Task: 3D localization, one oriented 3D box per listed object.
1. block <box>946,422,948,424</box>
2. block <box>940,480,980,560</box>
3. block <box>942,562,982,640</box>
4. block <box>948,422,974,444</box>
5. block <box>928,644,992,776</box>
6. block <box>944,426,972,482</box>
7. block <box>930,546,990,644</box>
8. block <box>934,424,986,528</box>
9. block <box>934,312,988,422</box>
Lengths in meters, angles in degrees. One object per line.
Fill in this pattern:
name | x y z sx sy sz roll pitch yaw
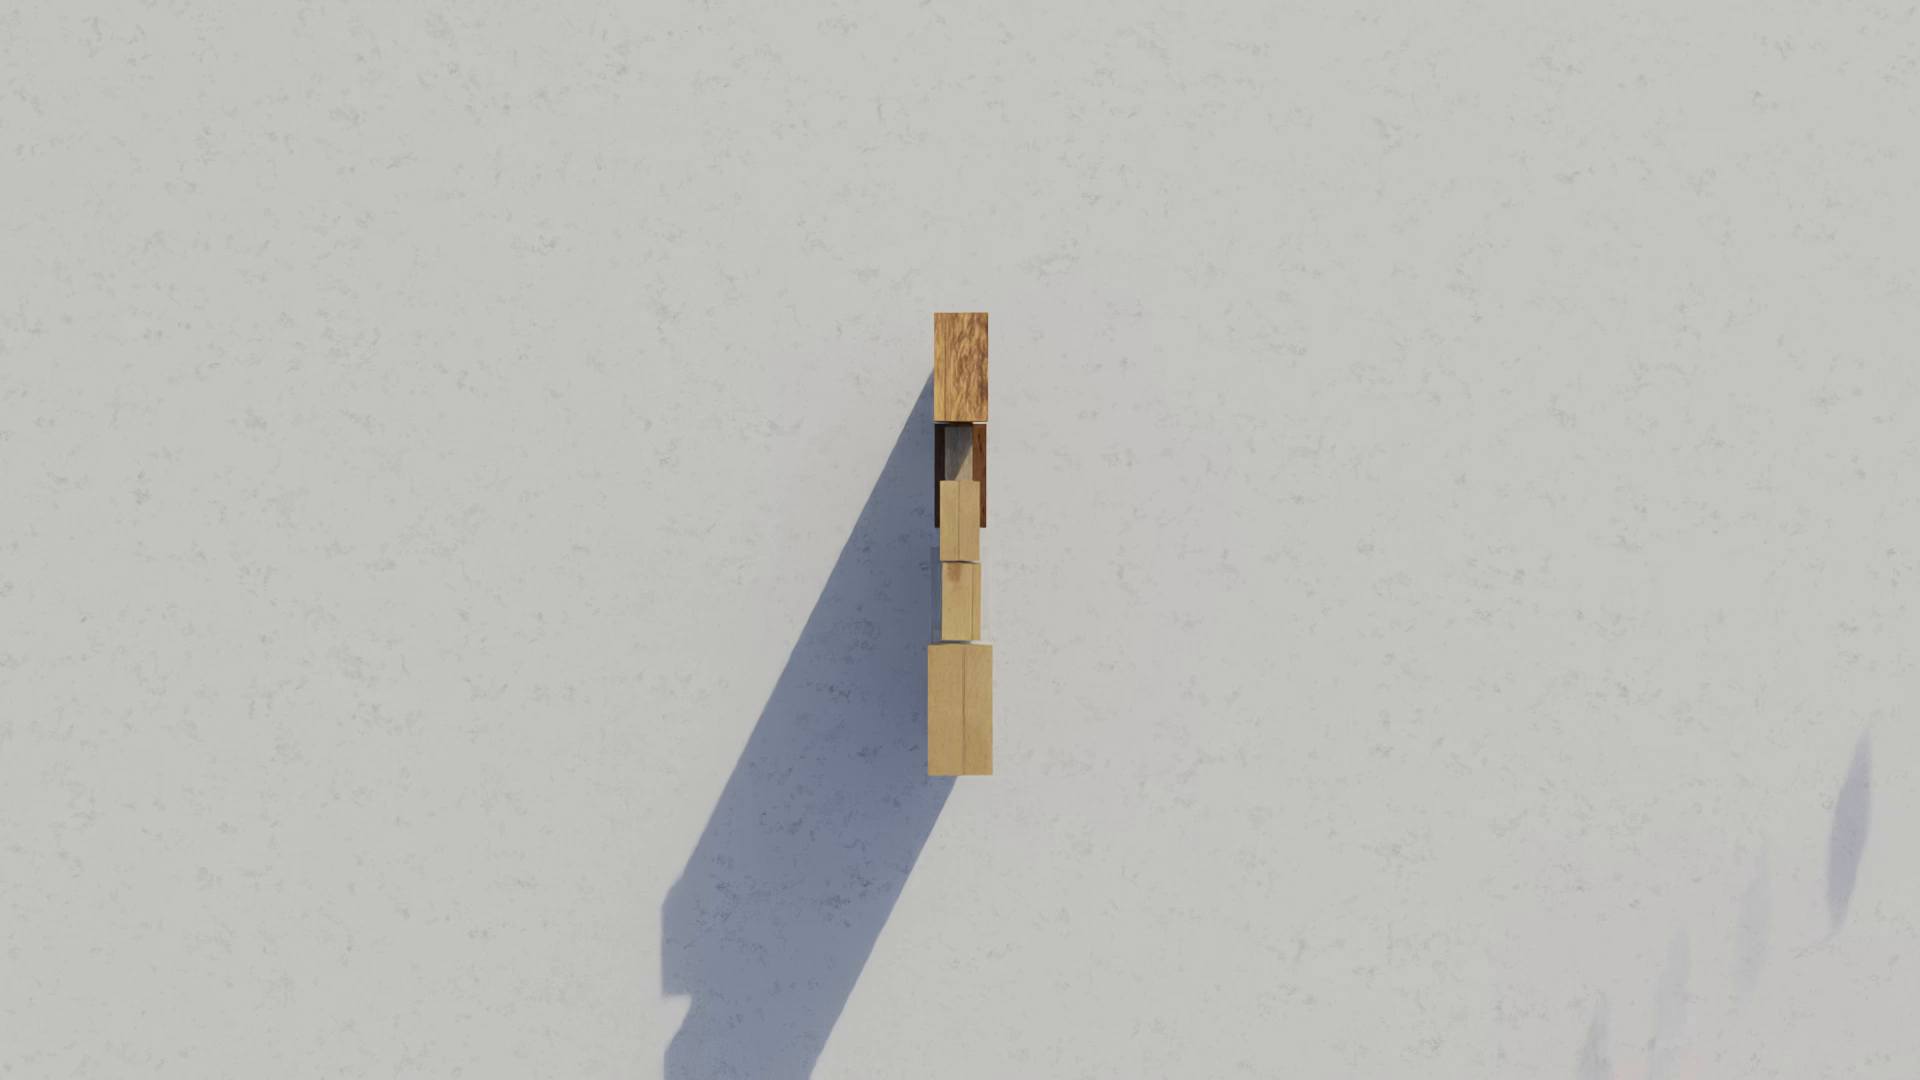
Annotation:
block | -0.001 -0.459 5.303 0.092 0.026 0.184 0 90 0
block | 0.000 -0.054 4.617 0.111 0.031 0.221 0 90 0
block | 0.005 0.172 4.623 0.108 0.031 0.217 1 90 0
block | 0.002 -0.365 4.969 0.075 0.021 0.149 0 90 0
block | 0.001 0.460 4.479 0.176 0.050 0.351 0 90 0
block | -0.004 -0.247 4.787 0.080 0.023 0.160 0 90 0
block | 0.000 0.191 4.879 0.171 0.049 0.343 0 90 0
block | 0.002 -0.199 5.152 0.162 0.046 0.325 0 90 0
block | 0.004 -0.485 4.634 0.152 0.043 0.303 0 90 0
